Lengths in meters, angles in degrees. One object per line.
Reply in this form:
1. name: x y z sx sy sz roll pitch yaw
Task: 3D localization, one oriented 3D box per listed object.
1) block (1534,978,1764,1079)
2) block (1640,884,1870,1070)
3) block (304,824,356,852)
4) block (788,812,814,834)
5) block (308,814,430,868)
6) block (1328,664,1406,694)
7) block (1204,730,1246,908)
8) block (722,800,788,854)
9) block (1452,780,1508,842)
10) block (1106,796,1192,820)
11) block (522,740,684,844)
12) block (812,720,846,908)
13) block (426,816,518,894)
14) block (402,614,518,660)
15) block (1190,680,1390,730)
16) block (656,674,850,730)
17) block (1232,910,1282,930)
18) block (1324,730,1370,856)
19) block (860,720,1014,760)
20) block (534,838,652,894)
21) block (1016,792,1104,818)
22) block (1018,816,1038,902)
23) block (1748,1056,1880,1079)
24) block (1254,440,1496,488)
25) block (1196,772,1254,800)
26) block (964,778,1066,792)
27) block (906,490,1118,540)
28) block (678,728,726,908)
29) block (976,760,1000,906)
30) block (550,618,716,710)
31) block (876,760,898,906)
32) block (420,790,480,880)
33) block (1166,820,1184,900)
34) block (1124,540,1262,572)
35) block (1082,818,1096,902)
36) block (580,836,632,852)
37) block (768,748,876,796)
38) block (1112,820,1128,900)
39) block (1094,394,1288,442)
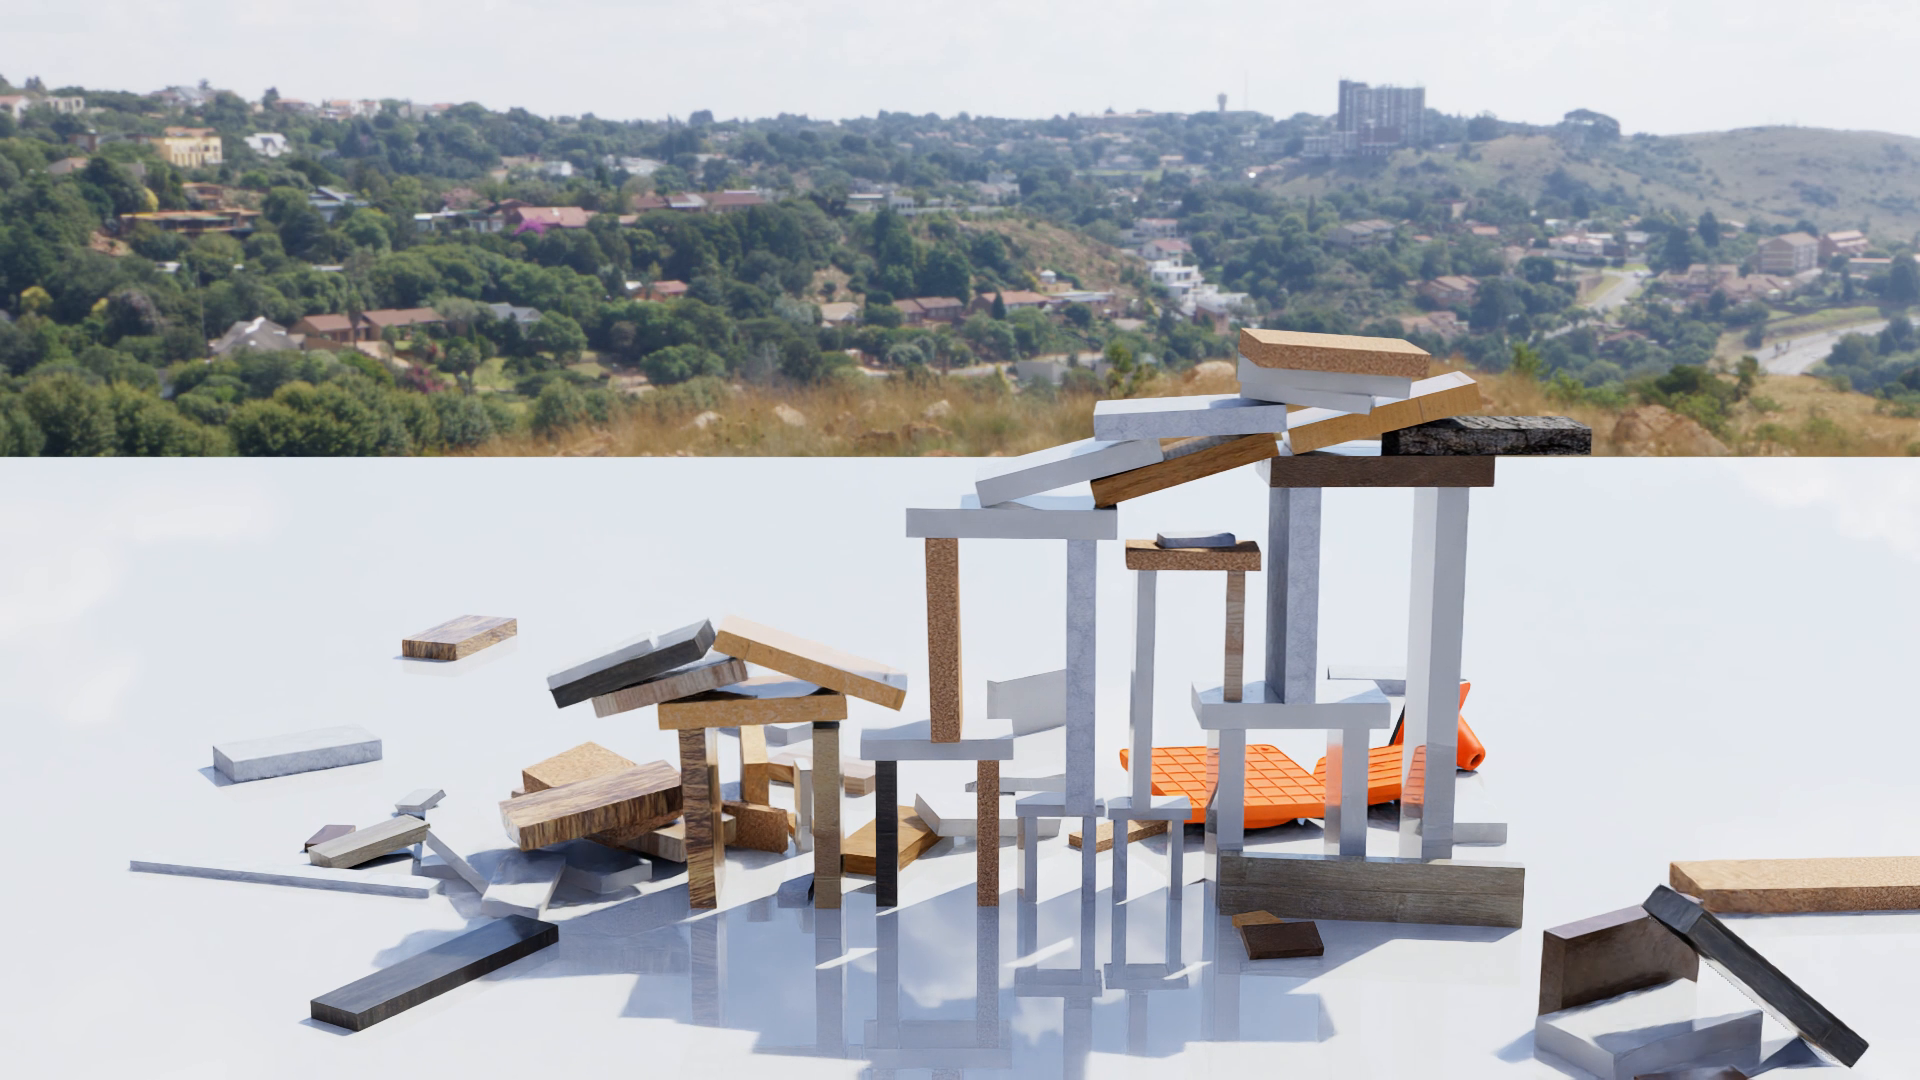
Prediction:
1. block: 0.961 0.681 3.068 0.290 0.041 0.145 -6 12 -29
2. block: 1.083 0.593 3.000 0.301 0.043 0.150 39 1 -7
3. block: -1.126 0.533 3.932 0.054 0.015 0.109 1 11 4
4. block: -0.292 0.519 4.011 0.051 0.014 0.102 -5 12 -27
5. block: -1.031 0.529 3.845 0.188 0.027 0.094 -17 15 -38
6. block: 0.967 0.320 5.027 0.246 0.035 0.123 1 11 6
7. block: 0.438 0.440 3.645 0.043 0.304 0.152 0 11 -1
8. block: -0.376 0.508 3.905 0.150 0.075 0.021 5 12 27
9. block: 0.914 0.499 4.058 0.132 0.037 0.264 0 11 1
10. block: 0.312 0.444 3.647 0.138 0.020 0.069 0 11 0
11. block: -0.628 0.443 3.884 0.149 0.042 0.297 -22 28 -38
12. block: -0.217 0.440 3.645 0.043 0.304 0.152 0 11 0
13. block: -0.804 0.539 3.733 0.108 0.030 0.215 -9 27 -42
14. block: -1.235 0.240 5.440 0.148 0.042 0.296 3 11 17
15. block: 0.540 0.270 3.610 0.304 0.043 0.152 0 11 0
16. block: -0.335 0.263 3.611 0.304 0.043 0.152 -3 11 0
17. block: 0.487 0.616 3.482 0.059 0.017 0.117 -5 12 -24
18. block: 0.639 0.440 3.645 0.043 0.304 0.152 0 11 0
19. block: -0.038 0.328 3.621 0.248 0.035 0.124 0 11 0
20. block: -0.640 0.555 3.771 0.215 0.030 0.108 9 14 41
21. block: 0.165 0.437 3.637 0.146 0.021 0.073 0 11 1
22. block: 0.112 0.519 3.651 0.021 0.146 0.073 -2 11 -8
23. block: 1.099 0.716 2.854 0.201 0.028 0.100 -2 9 -44
24. block: 0.663 -0.123 3.538 0.353 0.050 0.176 0 11 0
25. block: 0.509 0.474 4.241 0.068 0.019 0.137 -2 11 -13
26. block: 0.116 0.464 4.100 0.191 0.027 0.095 5 -16 -28
27. block: 0.084 -0.041 3.548 0.334 0.047 0.167 1 11 2
28. block: -0.427 0.439 3.645 0.043 0.304 0.152 -3 11 0
29. block: 0.046 0.468 3.647 0.035 0.248 0.124 0 11 0
30. block: -0.531 0.201 3.584 0.254 0.036 0.127 -20 10 8
31. block: -0.121 0.468 3.646 0.035 0.248 0.124 0 11 -1
32. block: -0.912 0.525 3.946 0.094 0.027 0.434 -2 11 -12
33. block: 0.358 0.521 3.661 0.020 0.138 0.069 0 11 0
34. block: 0.376 0.024 3.561 0.213 0.030 0.107 0 11 2
35. block: 0.214 0.519 3.653 0.021 0.146 0.073 0 11 1
36. block: -0.658 0.519 3.968 0.215 0.030 0.108 8 13 38
37. block: -0.256 0.453 4.315 0.238 0.034 0.119 6 12 29
38. block: 0.266 0.521 3.661 0.020 0.138 0.069 0 11 0
39. block: 0.364 -0.196 3.477 0.297 0.042 0.148 -3 12 6
